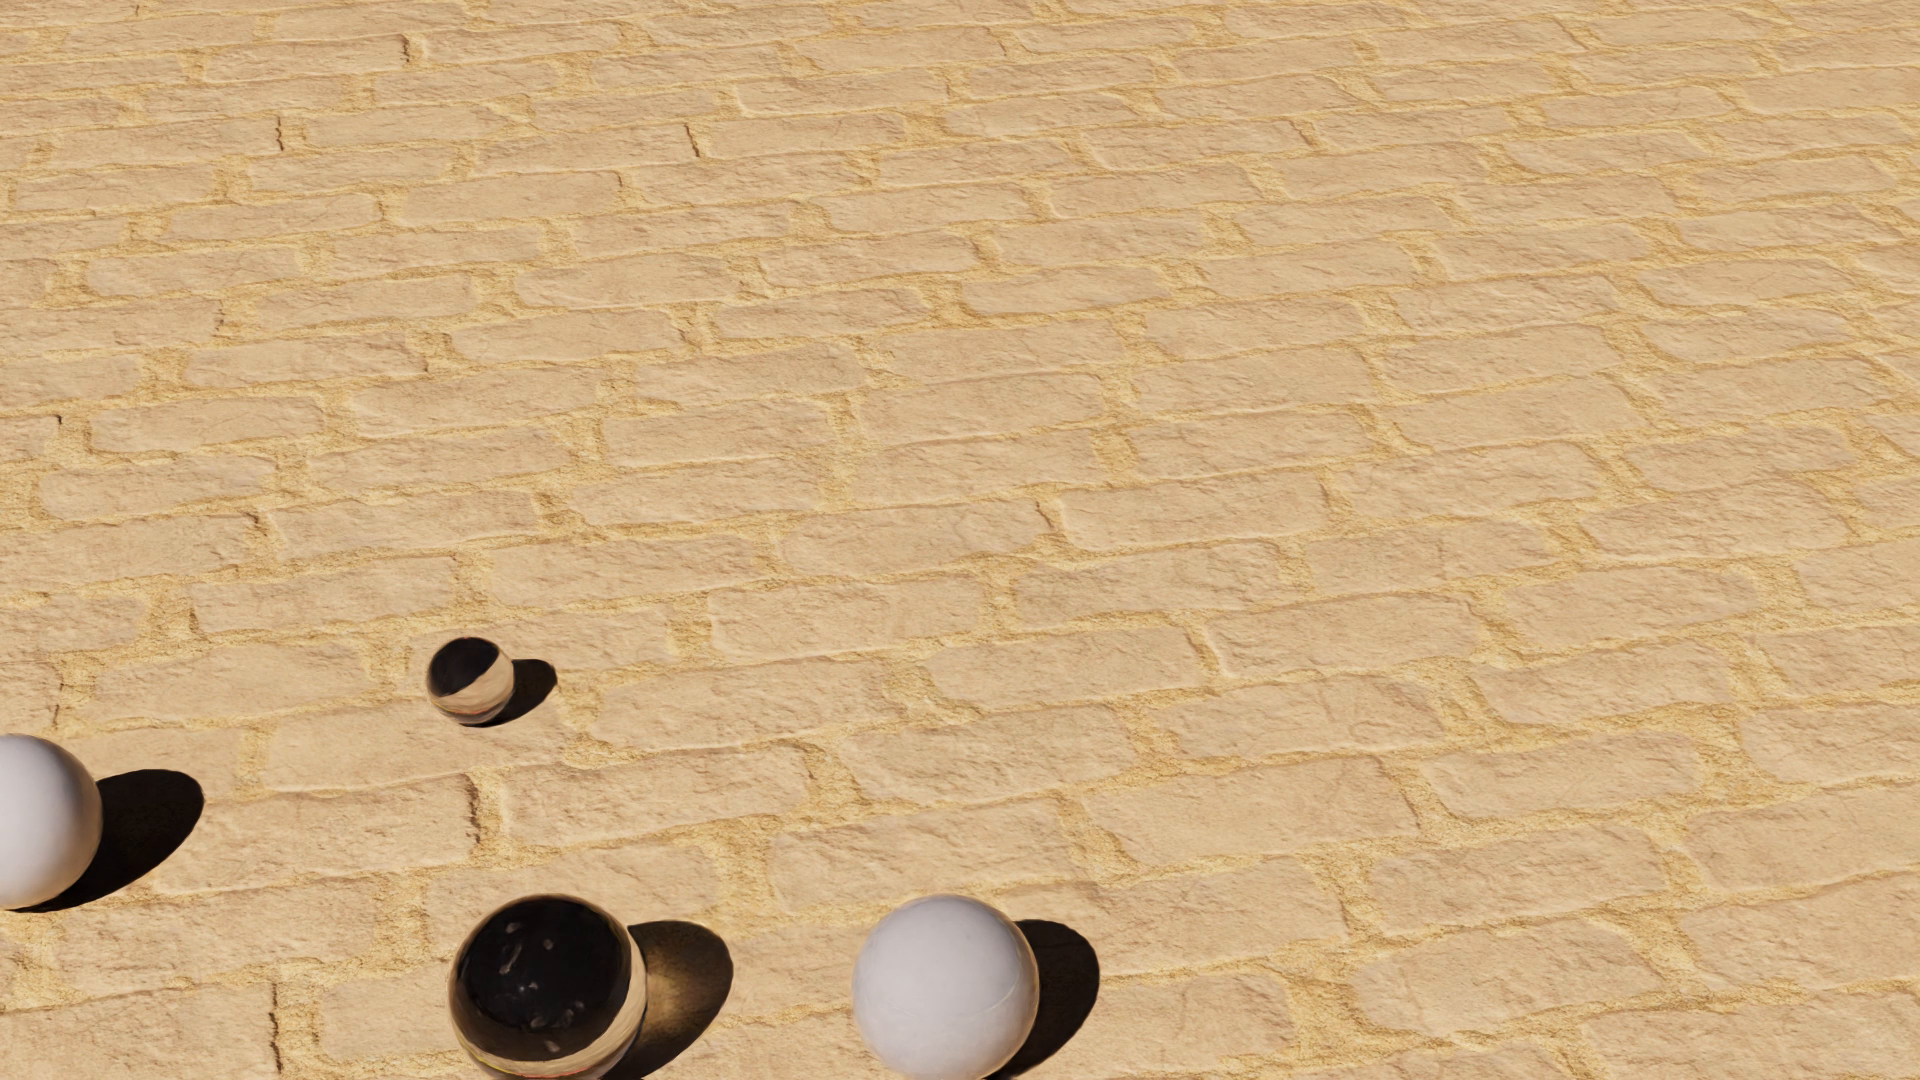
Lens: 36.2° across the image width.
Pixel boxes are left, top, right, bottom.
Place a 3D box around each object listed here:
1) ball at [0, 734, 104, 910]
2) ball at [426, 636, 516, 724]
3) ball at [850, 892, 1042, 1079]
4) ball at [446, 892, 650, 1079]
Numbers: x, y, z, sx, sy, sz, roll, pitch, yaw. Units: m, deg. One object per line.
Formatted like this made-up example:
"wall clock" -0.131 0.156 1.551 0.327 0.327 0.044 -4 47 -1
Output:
"ball" -0.447 0.133 1.388 0.082 0.082 0.082 0 32 0
"ball" -0.253 0.072 1.519 0.046 0.046 0.046 0 32 0
"ball" -0.006 0.196 1.285 0.083 0.083 0.083 0 32 0
"ball" -0.179 0.197 1.279 0.087 0.087 0.087 0 32 0
